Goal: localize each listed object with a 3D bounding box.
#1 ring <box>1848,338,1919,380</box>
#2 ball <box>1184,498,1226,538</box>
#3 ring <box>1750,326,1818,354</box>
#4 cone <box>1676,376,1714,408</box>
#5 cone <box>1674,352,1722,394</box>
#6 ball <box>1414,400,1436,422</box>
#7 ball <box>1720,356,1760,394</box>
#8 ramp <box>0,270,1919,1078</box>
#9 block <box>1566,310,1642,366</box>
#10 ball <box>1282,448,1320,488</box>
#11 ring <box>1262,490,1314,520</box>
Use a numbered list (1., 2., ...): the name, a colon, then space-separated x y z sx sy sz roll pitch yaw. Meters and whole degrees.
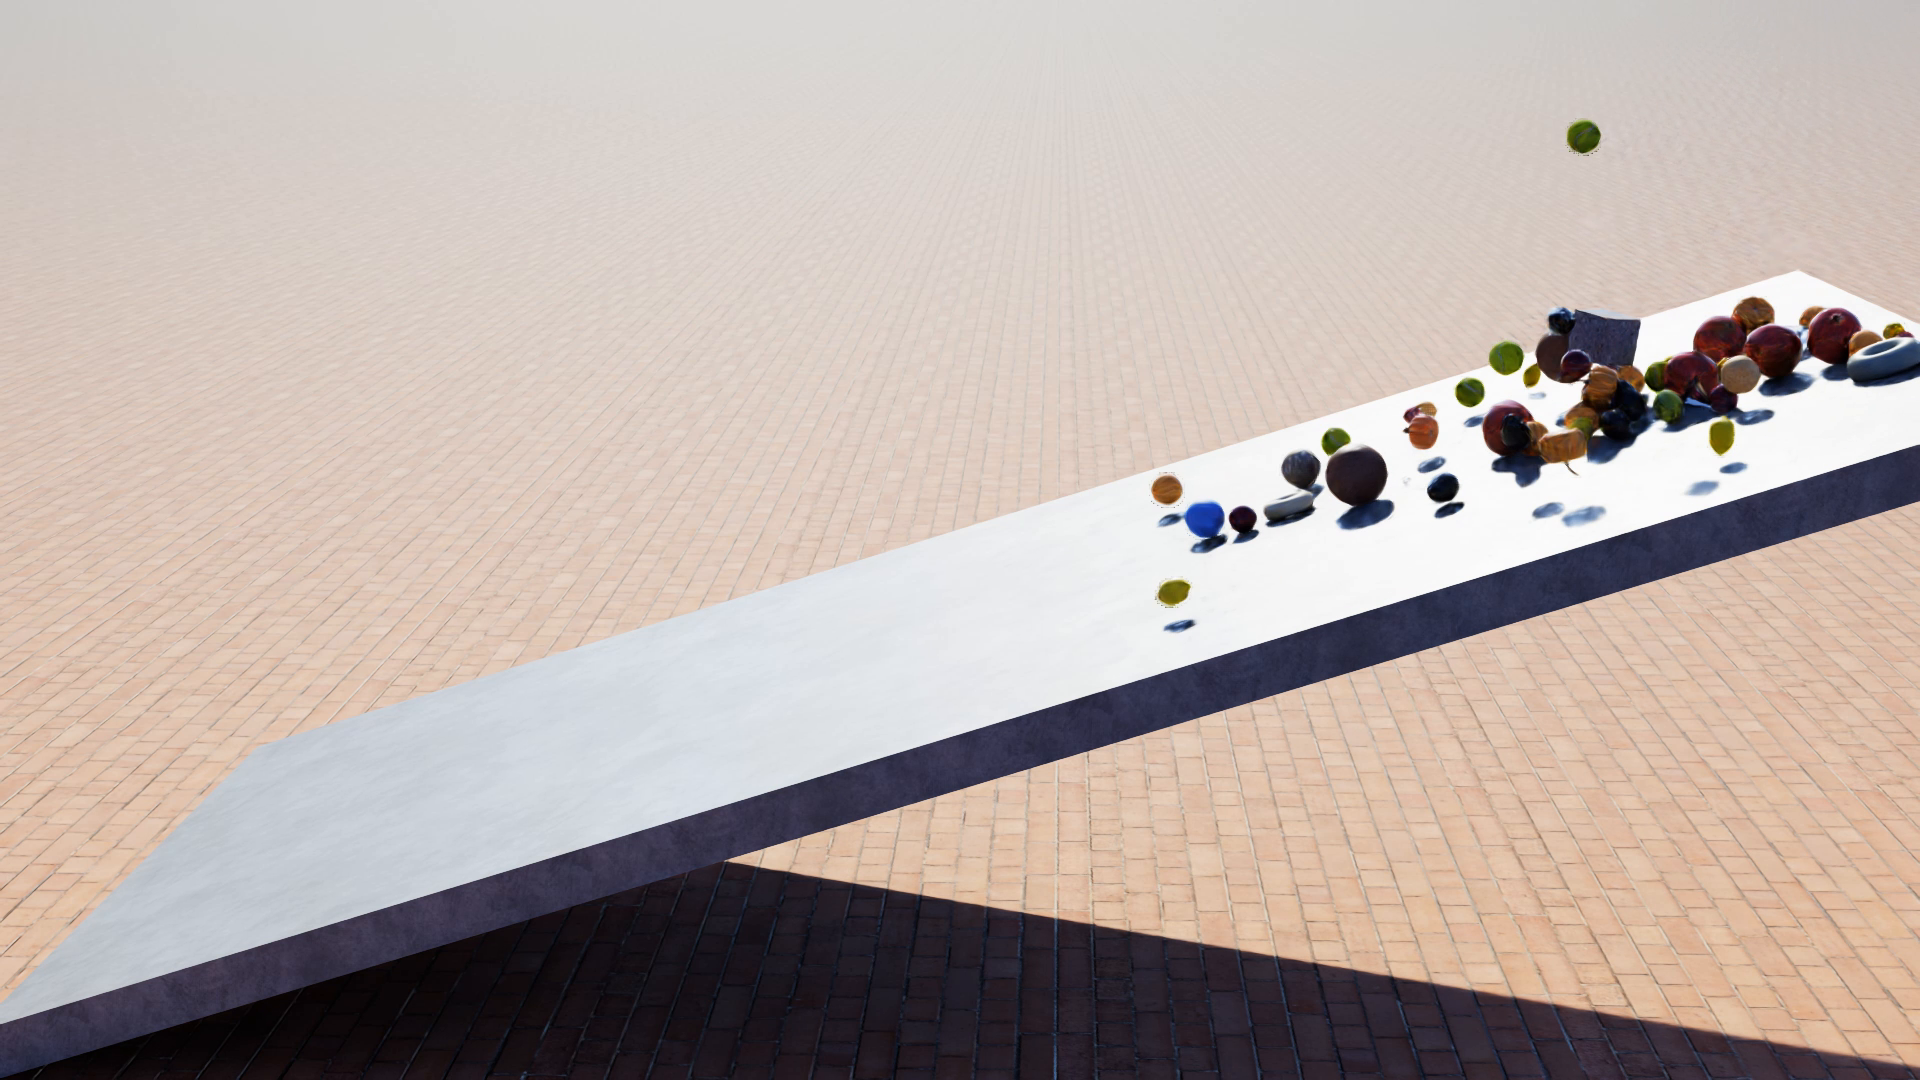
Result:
1. ring: 1.815 -0.355 5.770 0.149 0.050 0.149 -21 10 4
2. ball: 0.523 -0.047 6.272 0.085 0.085 0.085 0 12 0
3. ring: 1.742 -0.424 6.222 0.137 0.046 0.137 -6 13 1
4. cone: 1.498 -0.286 5.951 0.067 0.067 0.067 38 18 4
5. cone: 1.559 -0.339 6.144 0.095 0.095 0.095 9 5 -34
6. ball: 1.064 -0.294 6.727 0.051 0.051 0.051 0 12 0
7. ball: 1.551 -0.328 5.847 0.077 0.077 0.077 0 12 0
8. ramp: 0.100 0.183 6.311 4.000 0.100 2.000 -17 10 5
9. block: 1.374 -0.433 6.276 0.100 0.100 0.100 -1 16 -33
10. ball: 0.749 -0.158 6.461 0.086 0.086 0.086 0 12 0
11. ring: 0.697 -0.074 6.248 0.113 0.038 0.113 -18 7 2
